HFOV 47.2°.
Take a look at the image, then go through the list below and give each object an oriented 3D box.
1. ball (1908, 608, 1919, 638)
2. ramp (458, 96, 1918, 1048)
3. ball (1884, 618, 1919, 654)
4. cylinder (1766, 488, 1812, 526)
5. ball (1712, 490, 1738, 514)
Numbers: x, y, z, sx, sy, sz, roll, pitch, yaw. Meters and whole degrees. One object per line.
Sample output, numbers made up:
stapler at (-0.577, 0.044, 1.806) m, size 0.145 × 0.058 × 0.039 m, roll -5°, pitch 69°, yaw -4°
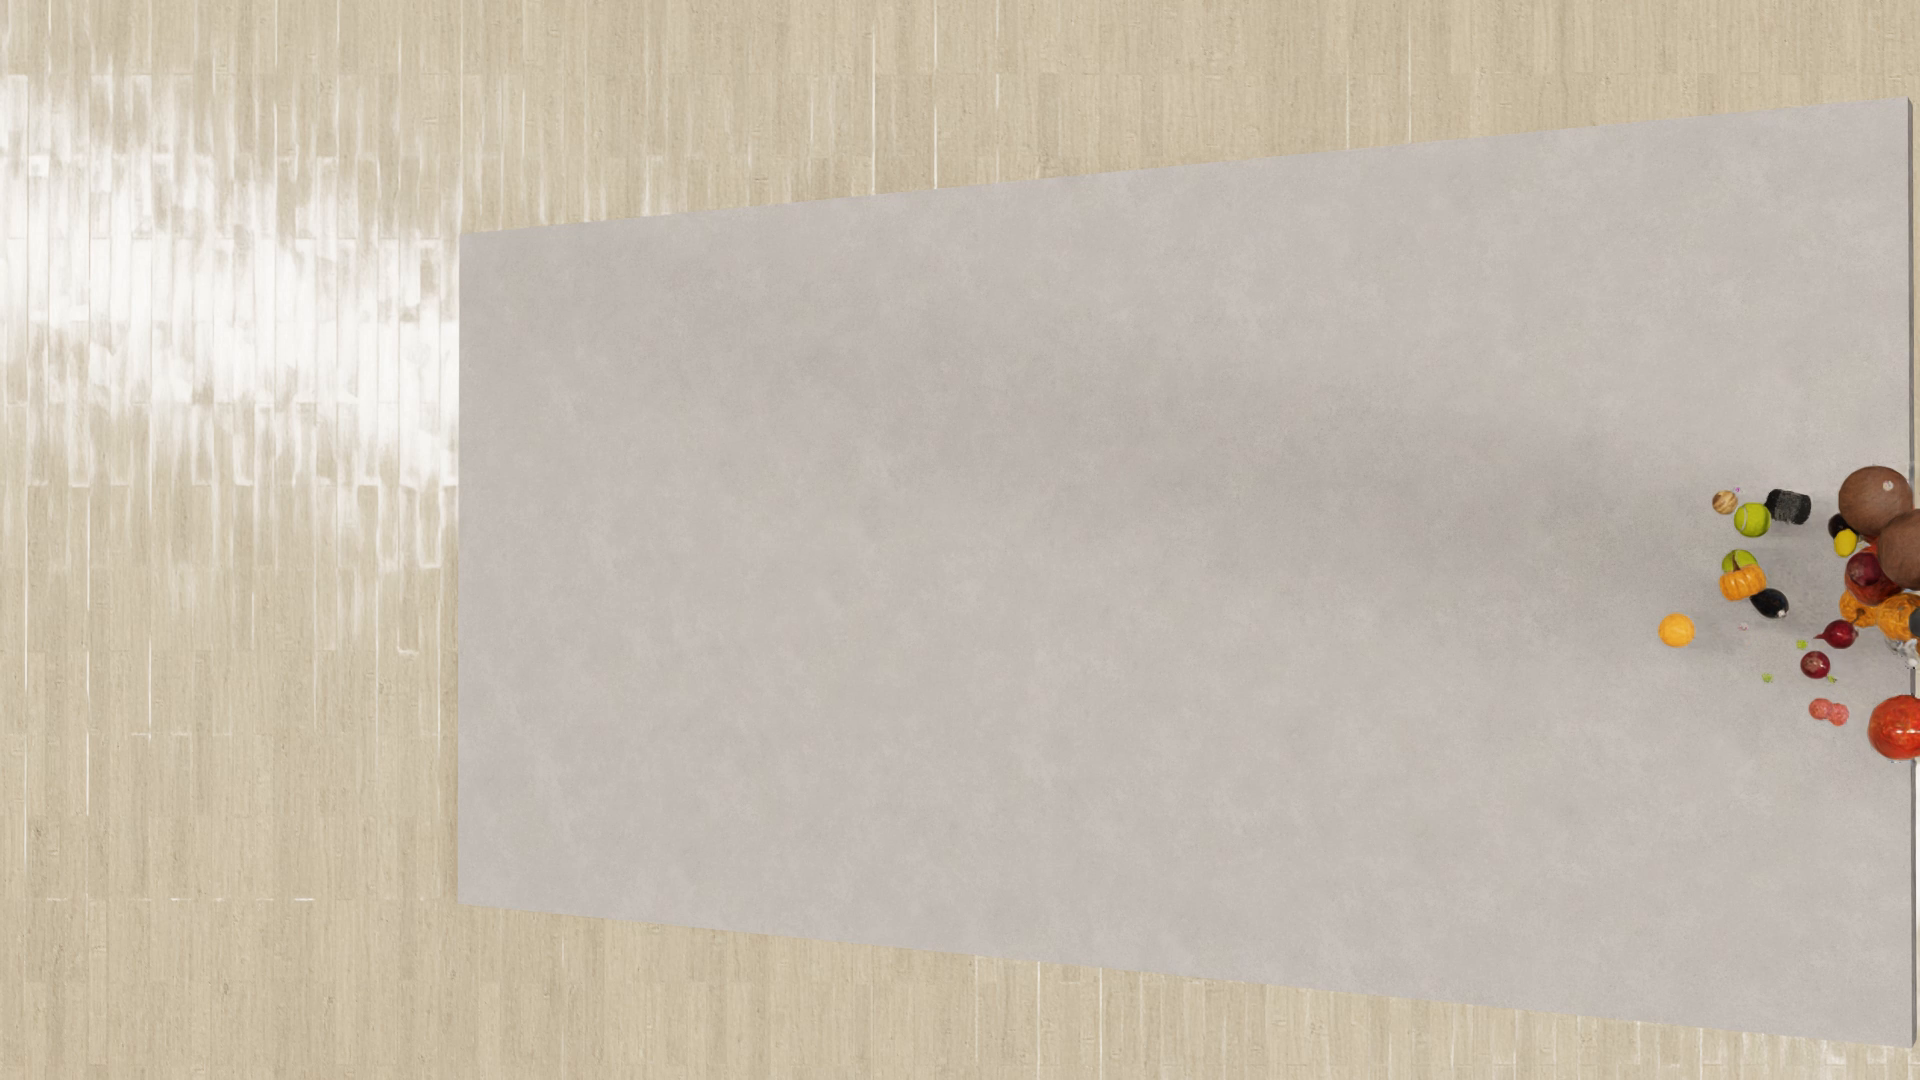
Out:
ball at (1.650, 0.141, 3.754) m, size 0.058 × 0.058 × 0.058 m, roll 0°, pitch 89°, yaw 0°
ramp at (0.273, 0.076, 5.637) m, size 4.000 × 0.100 × 2.000 m, roll 0°, pitch 89°, yaw 29°
ball at (1.864, 0.190, 4.341) m, size 0.072 × 0.072 × 0.072 m, roll 0°, pitch 89°, yaw 0°
cylinder at (1.716, -0.069, 4.555) m, size 0.065 × 0.065 × 0.065 m, roll -11°, pitch 109°, yaw -36°
ball at (1.562, -0.077, 4.490) m, size 0.051 × 0.051 × 0.051 m, roll 0°, pitch 89°, yaw 0°
